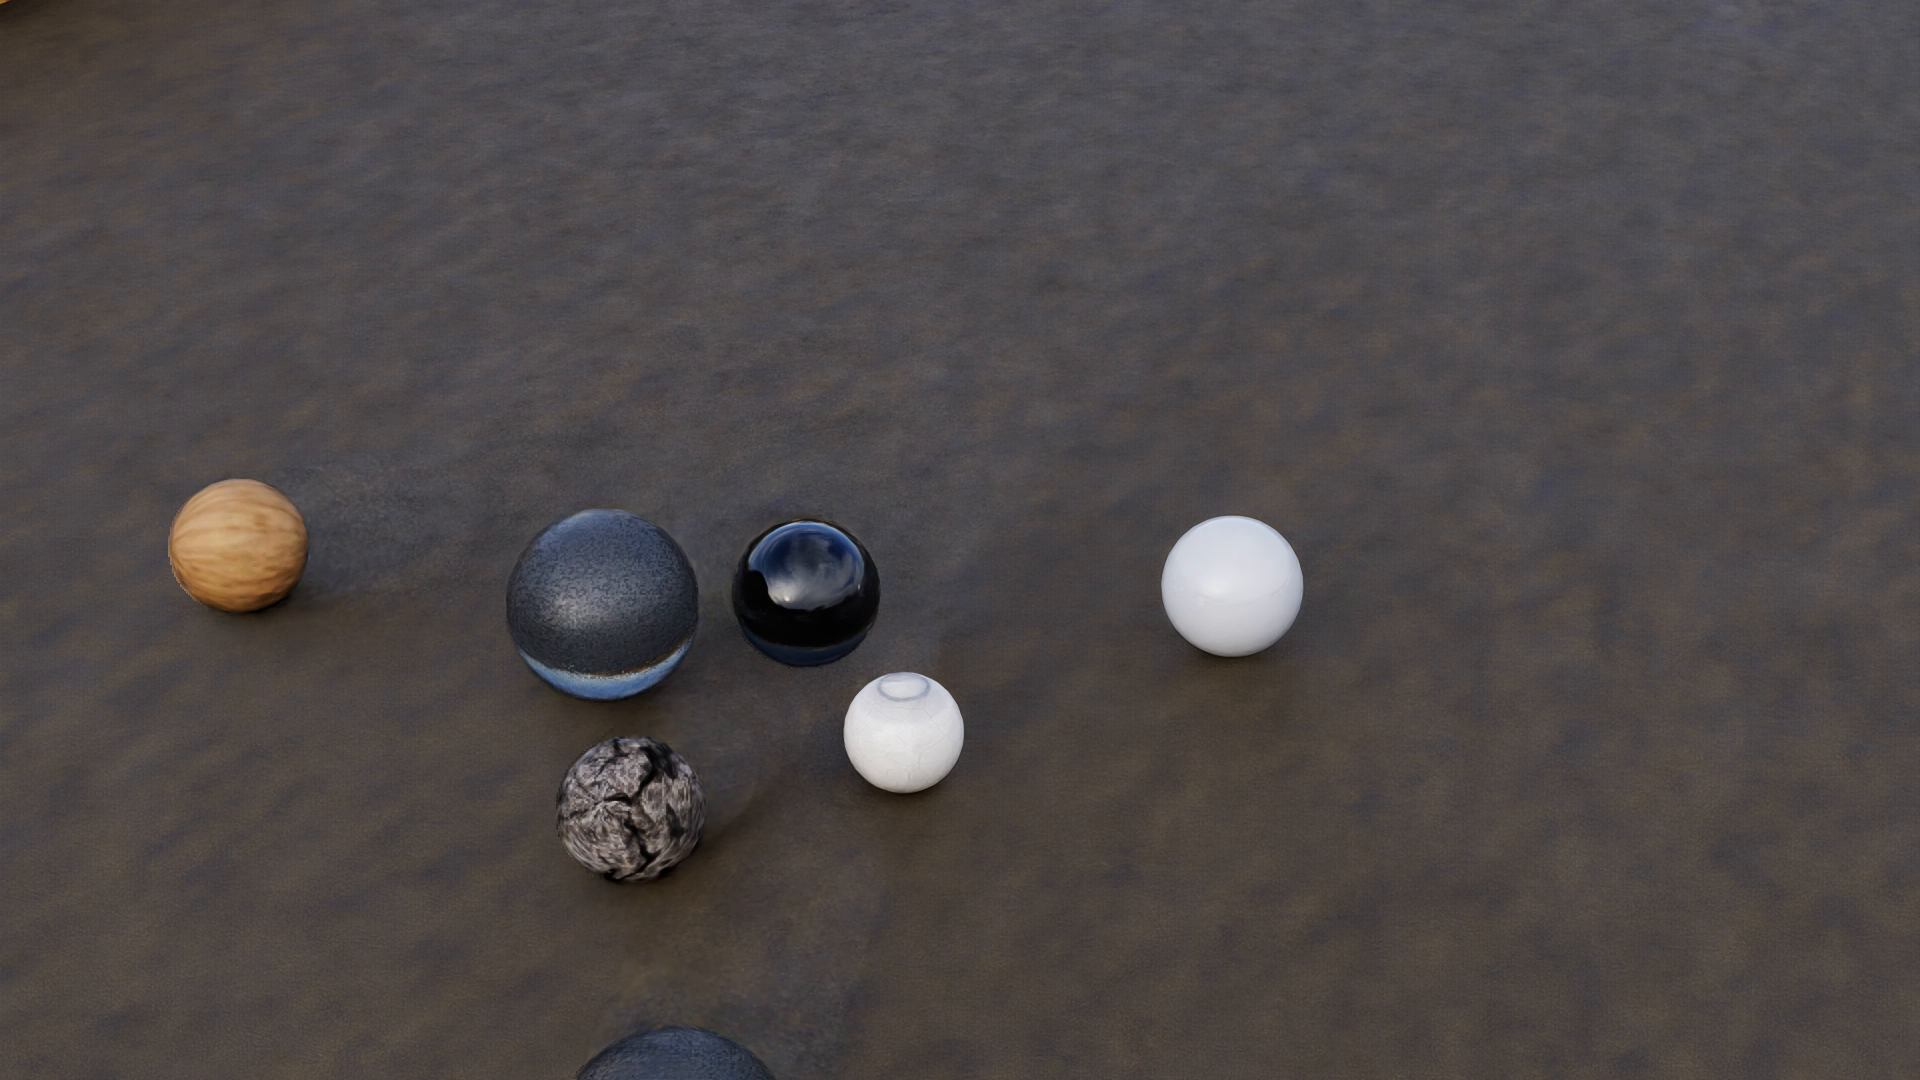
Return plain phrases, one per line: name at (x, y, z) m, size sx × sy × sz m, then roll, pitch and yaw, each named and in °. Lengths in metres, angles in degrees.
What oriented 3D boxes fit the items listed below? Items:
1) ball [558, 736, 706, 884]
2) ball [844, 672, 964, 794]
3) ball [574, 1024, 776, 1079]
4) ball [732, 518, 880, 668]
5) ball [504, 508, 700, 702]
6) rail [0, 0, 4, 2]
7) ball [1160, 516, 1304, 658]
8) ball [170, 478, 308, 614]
ball at (-0.153, 0.126, 1.372) m, size 0.069 × 0.069 × 0.069 m, roll 0°, pitch 30°, yaw 0°
ball at (-0.027, 0.094, 1.437) m, size 0.059 × 0.059 × 0.059 m, roll 0°, pitch 30°, yaw 0°
ball at (-0.112, 0.238, 1.151) m, size 0.095 × 0.095 × 0.095 m, roll 0°, pitch 30°, yaw 0°
ball at (-0.080, 0.028, 1.534) m, size 0.078 × 0.078 × 0.078 m, roll 0°, pitch 30°, yaw 0°
ball at (-0.183, 0.033, 1.503) m, size 0.099 × 0.099 × 0.099 m, roll 0°, pitch 30°, yaw 0°
rail at (-0.487, -0.768, 2.863) m, size 0.045 × 0.129 × 4.380 m, roll 15°, pitch 33°, yaw 24°
ball at (0.143, 0.024, 1.543) m, size 0.075 × 0.075 × 0.075 m, roll 0°, pitch 30°, yaw 0°
ball at (-0.387, 0.003, 1.582) m, size 0.072 × 0.072 × 0.072 m, roll 0°, pitch 30°, yaw 0°
